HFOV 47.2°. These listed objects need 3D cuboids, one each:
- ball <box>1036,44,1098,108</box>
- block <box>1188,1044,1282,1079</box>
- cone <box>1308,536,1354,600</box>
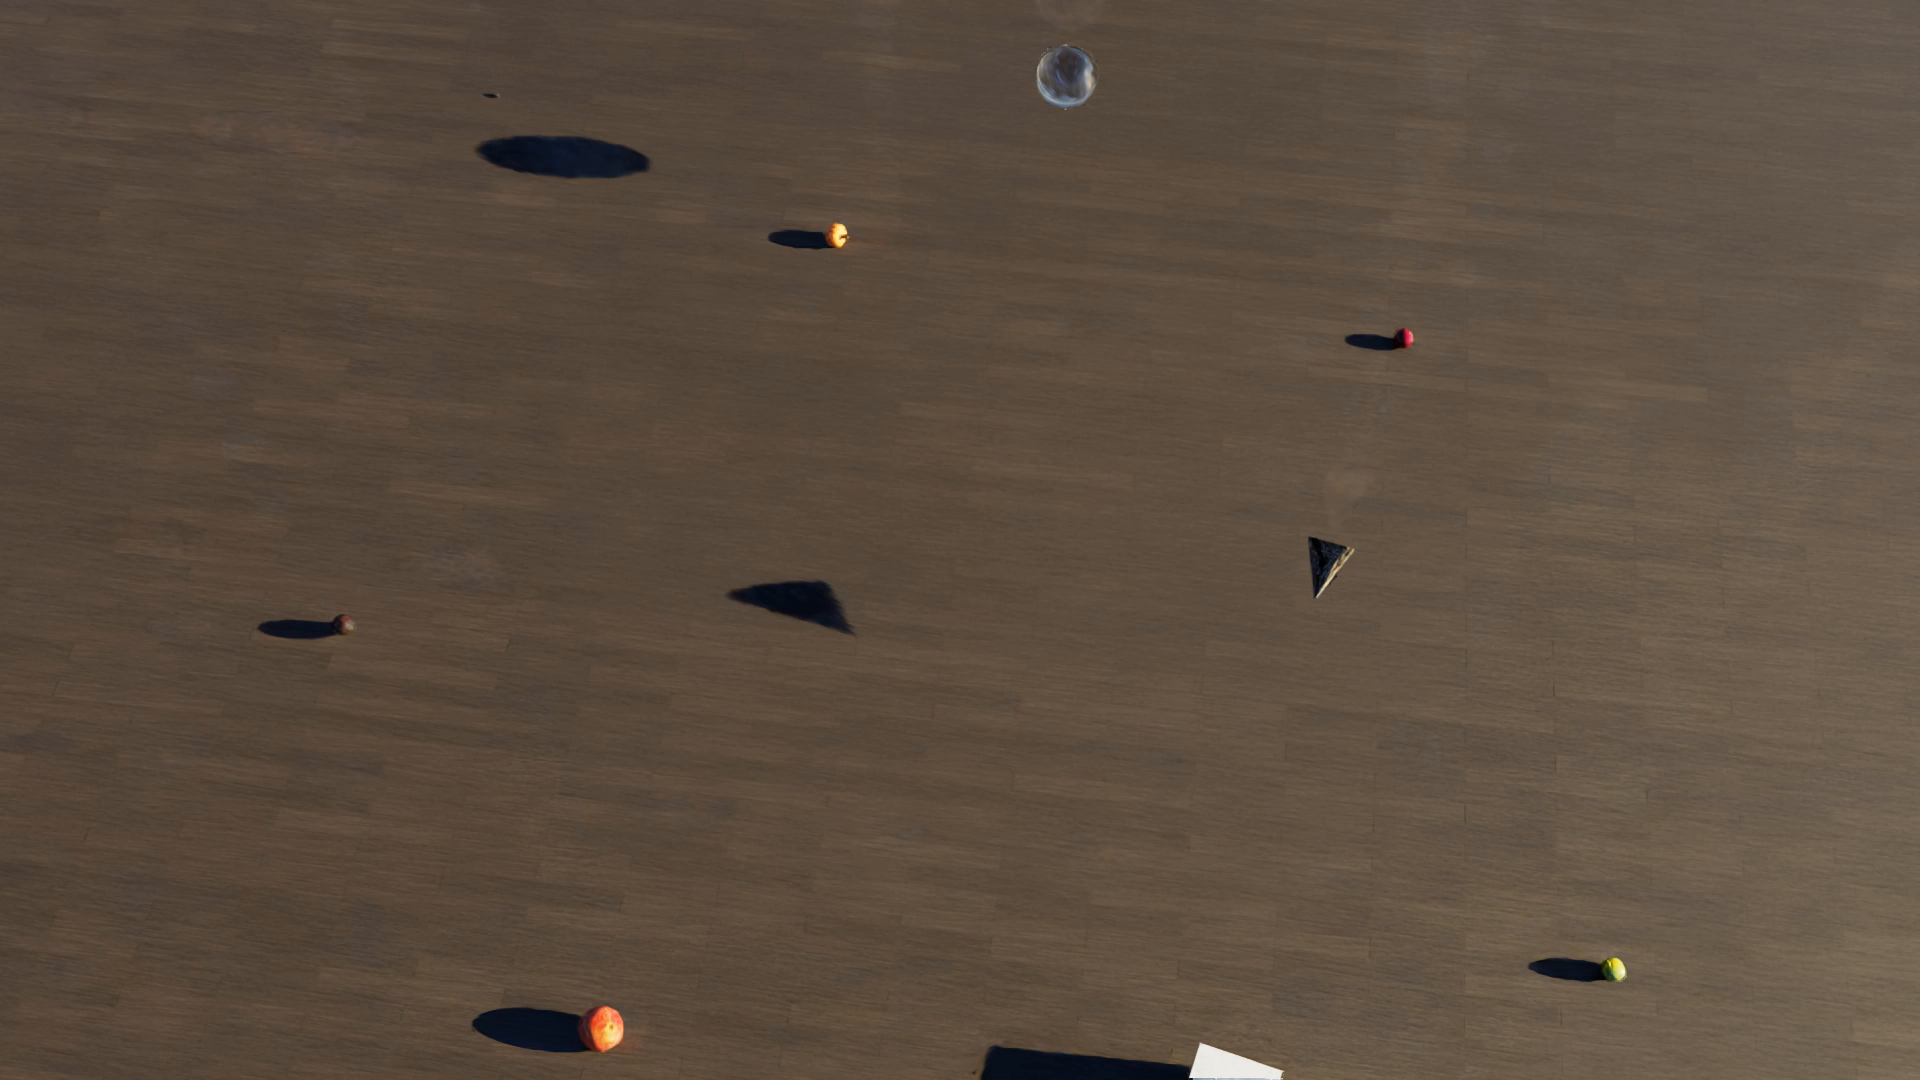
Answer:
[{"bbox_3d":[0.334,-1.449,6.870,0.193,0.193,0.193,0,56,0],"label":"ball"},{"bbox_3d":[0.684,1.382,5.540,0.213,0.173,0.112,17,60,11],"label":"block"},{"bbox_3d":[0.982,0.086,5.950,0.088,0.167,0.163,14,93,-32],"label":"cone"}]
